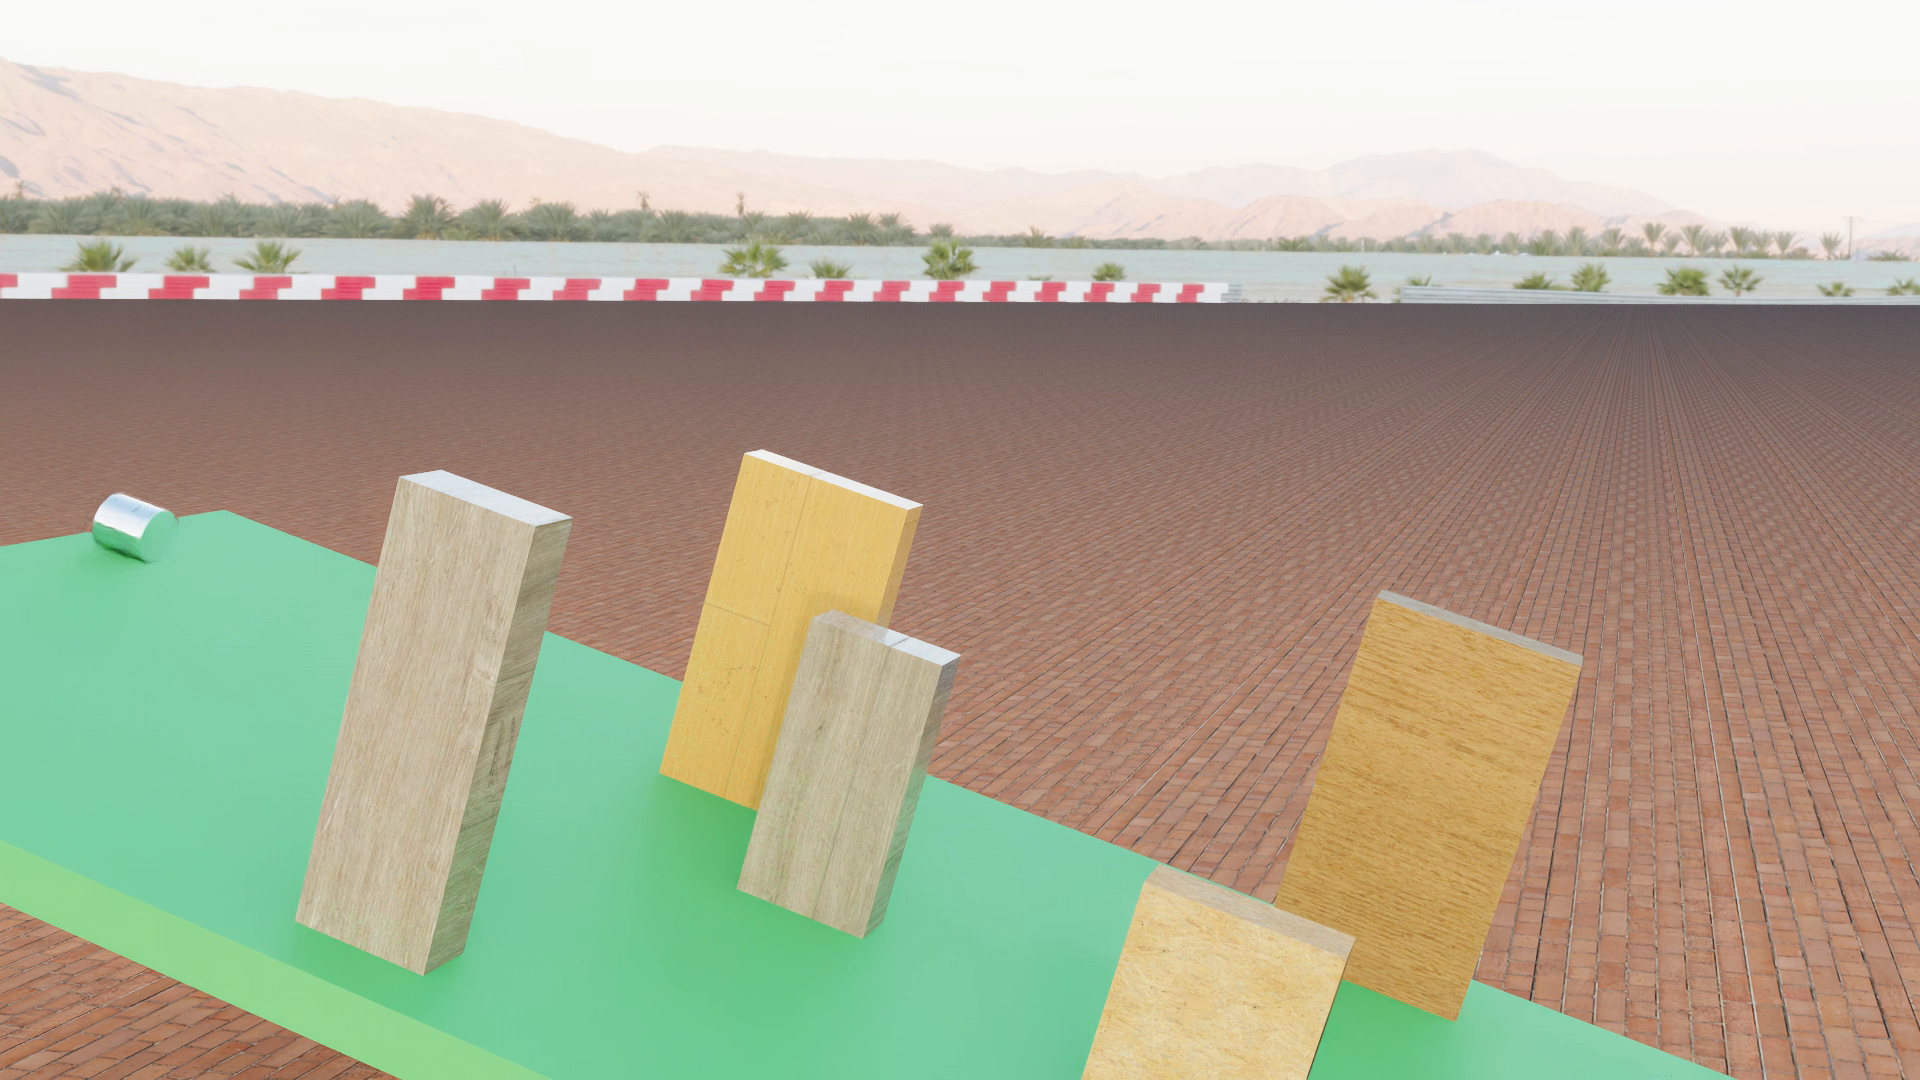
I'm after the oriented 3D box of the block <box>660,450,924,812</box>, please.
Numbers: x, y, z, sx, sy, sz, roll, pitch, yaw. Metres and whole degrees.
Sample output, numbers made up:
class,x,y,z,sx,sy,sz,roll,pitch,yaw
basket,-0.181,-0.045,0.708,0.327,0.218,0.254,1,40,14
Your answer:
class,x,y,z,sx,sy,sz,roll,pitch,yaw
block,-0.358,0.211,4.603,0.371,0.715,0.098,19,12,14

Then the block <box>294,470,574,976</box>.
class,x,y,z,sx,sy,sz,roll,pitch,yaw
block,-0.836,0.288,3.482,0.241,0.752,0.125,19,12,14

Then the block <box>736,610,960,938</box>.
class,x,y,z,sx,sy,sz,roll,pitch,yaw
block,-0.211,0.439,4.142,0.265,0.550,0.116,19,12,14

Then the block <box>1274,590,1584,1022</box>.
class,x,y,z,sx,sy,sz,roll,pitch,yaw
block,0.961,0.553,4.601,0.429,0.794,0.130,19,12,14

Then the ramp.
class,x,y,z,sx,sy,sz,roll,pitch,yaw
ramp,-0.371,0.718,4.235,4.000,0.100,2.000,19,12,14

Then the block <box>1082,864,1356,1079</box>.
class,x,y,z,sx,sy,sz,roll,pitch,yaw
block,0.410,0.799,3.589,0.340,0.429,0.117,19,12,14
